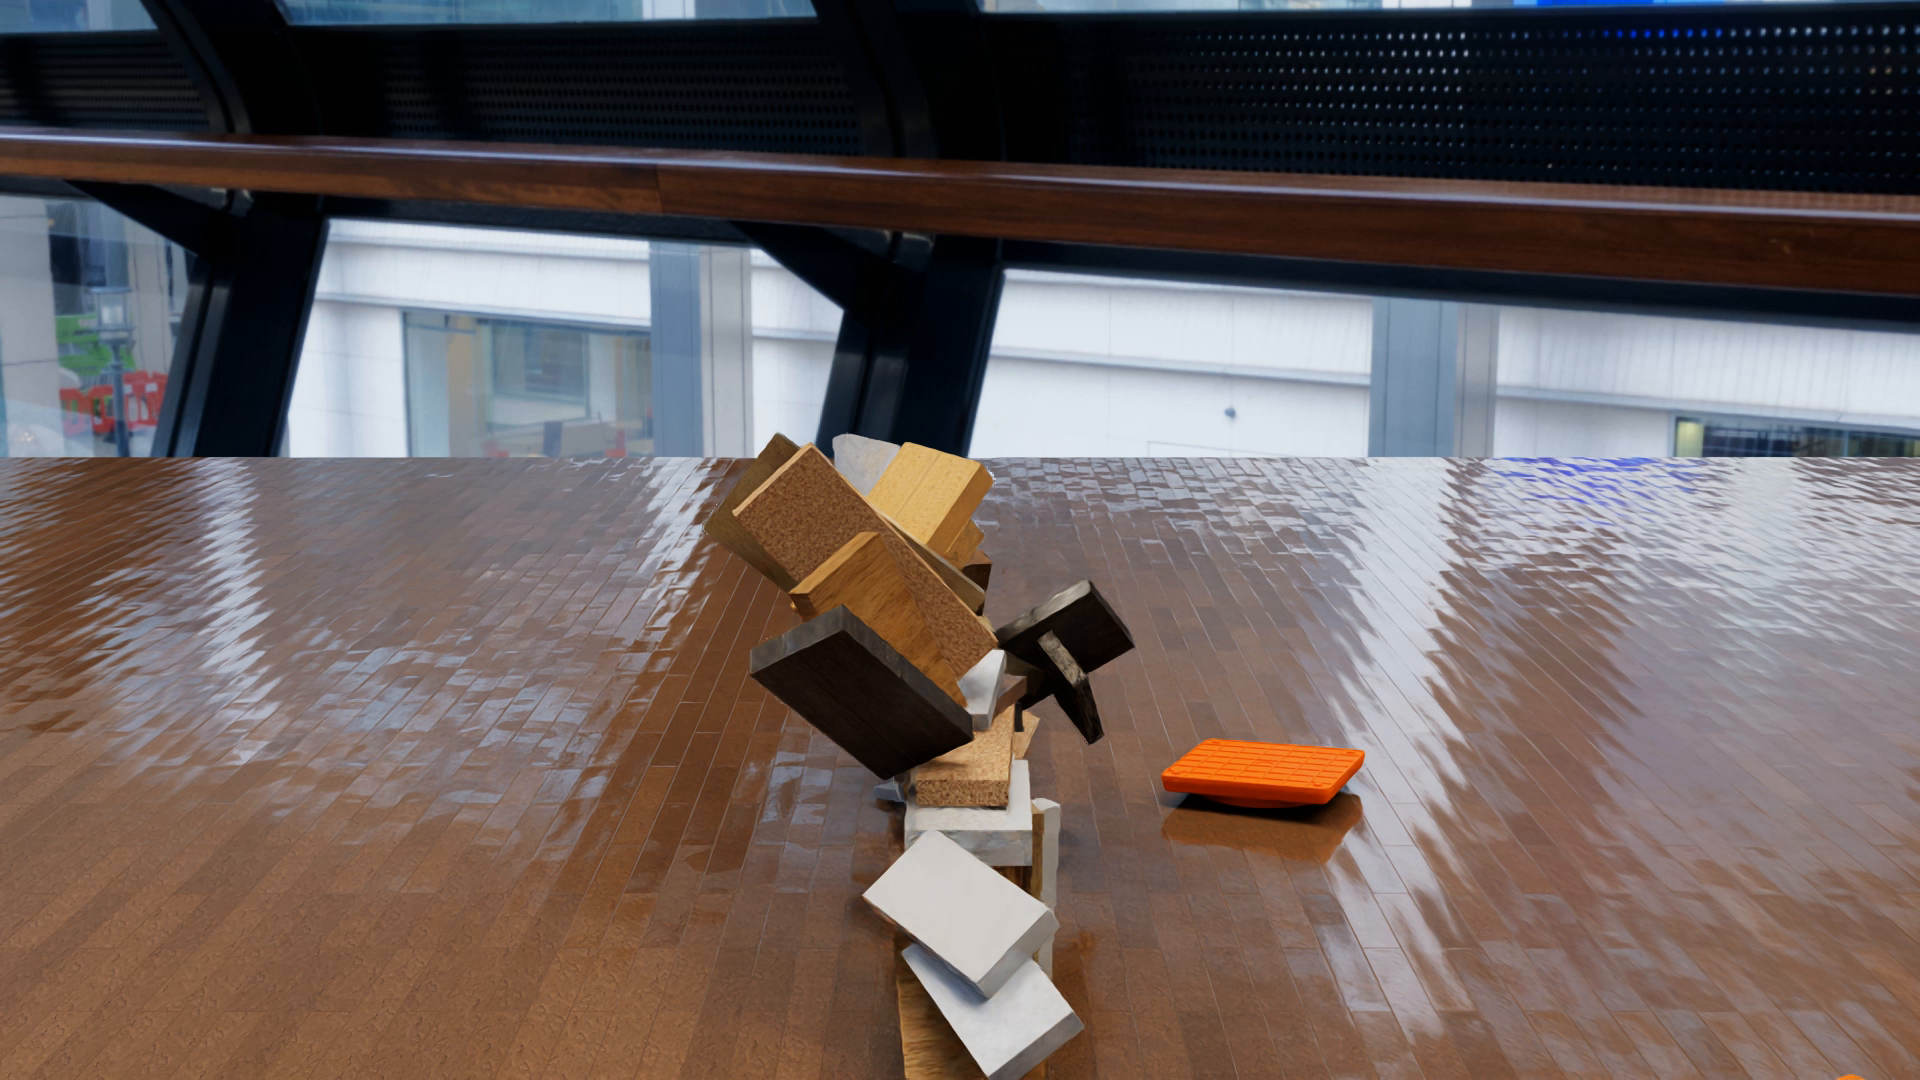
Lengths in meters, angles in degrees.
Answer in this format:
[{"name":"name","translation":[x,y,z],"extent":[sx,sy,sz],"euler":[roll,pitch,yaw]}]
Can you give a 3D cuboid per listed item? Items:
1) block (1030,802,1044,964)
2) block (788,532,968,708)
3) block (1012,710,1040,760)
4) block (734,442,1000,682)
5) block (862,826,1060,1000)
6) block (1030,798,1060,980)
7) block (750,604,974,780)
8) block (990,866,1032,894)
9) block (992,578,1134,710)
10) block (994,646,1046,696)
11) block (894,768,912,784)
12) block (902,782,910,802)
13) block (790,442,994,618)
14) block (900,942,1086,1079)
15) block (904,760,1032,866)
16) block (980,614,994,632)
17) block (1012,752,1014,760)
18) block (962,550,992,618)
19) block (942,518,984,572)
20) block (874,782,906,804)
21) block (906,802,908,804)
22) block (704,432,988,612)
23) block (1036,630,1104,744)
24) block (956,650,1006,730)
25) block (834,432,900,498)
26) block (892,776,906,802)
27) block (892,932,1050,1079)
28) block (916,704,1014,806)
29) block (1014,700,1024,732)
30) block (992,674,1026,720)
[{"name":"block","translation":[0.038,0.533,3.143],"extent":[0.151,0.301,0.043],"euler":[-4,15,-22]},{"name":"block","translation":[-0.107,0.149,2.955],"extent":[0.041,0.287,0.144],"euler":[0,34,49]},{"name":"block","translation":[0.083,0.408,4.225],"extent":[0.074,0.021,0.260],"euler":[32,37,-2]},{"name":"block","translation":[-0.128,0.052,3.046],"extent":[0.144,0.386,0.041],"euler":[-42,15,4]},{"name":"block","translation":[-0.001,0.433,2.571],"extent":[0.118,0.034,0.237],"euler":[-43,37,-16]},{"name":"block","translation":[0.079,0.529,3.232],"extent":[0.139,0.277,0.039],"euler":[-10,18,-43]},{"name":"block","translation":[-0.123,0.199,2.815],"extent":[0.144,0.287,0.041],"euler":[-26,44,23]},{"name":"block","translation":[0.012,0.569,2.948],"extent":[0.151,0.301,0.043],"euler":[-4,17,-18]},{"name":"block","translation":[0.141,0.205,3.941],"extent":[0.306,0.153,0.043],"euler":[-31,33,13]},{"name":"block","translation":[0.034,0.199,3.718],"extent":[0.157,0.044,0.314],"euler":[28,1,17]},{"name":"block","translation":[-0.015,0.319,3.726],"extent":[0.157,0.044,0.339],"euler":[1,20,5]},{"name":"block","translation":[-0.033,0.387,3.812],"extent":[0.144,0.041,0.287],"euler":[-5,10,-4]},{"name":"block","translation":[-0.107,0.005,3.509],"extent":[0.170,0.339,0.048],"euler":[18,-24,41]},{"name":"block","translation":[0.034,0.512,2.510],"extent":[0.118,0.034,0.237],"euler":[-36,36,-6]},{"name":"block","translation":[0.012,0.356,2.903],"extent":[0.161,0.046,0.321],"euler":[0,10,1]},{"name":"block","translation":[-0.023,0.183,3.431],"extent":[0.107,0.030,0.214],"euler":[-30,-9,-21]},{"name":"block","translation":[0.012,0.353,3.310],"extent":[0.139,0.039,0.277],"euler":[0,11,0]},{"name":"block","translation":[-0.045,0.164,3.946],"extent":[0.153,0.306,0.043],"euler":[-4,34,-22]},{"name":"block","translation":[-0.122,0.095,3.523],"extent":[0.170,0.339,0.048],"euler":[18,-24,45]},{"name":"block","translation":[-0.085,0.479,4.168],"extent":[0.074,0.021,0.149],"euler":[-10,9,-42]},{"name":"block","translation":[-0.032,0.411,3.919],"extent":[0.144,0.041,0.350],"euler":[-5,12,-4]},{"name":"block","translation":[-0.162,0.029,3.129],"extent":[0.376,0.170,0.048],"euler":[38,6,-4]},{"name":"block","translation":[0.193,0.259,3.826],"extent":[0.030,0.270,0.107],"euler":[-34,62,-8]},{"name":"block","translation":[0.009,0.213,3.152],"extent":[0.091,0.026,0.182],"euler":[-1,27,10]},{"name":"block","translation":[-0.183,-0.057,4.388],"extent":[0.041,0.290,0.145],"euler":[-14,-18,42]},{"name":"block","translation":[-0.096,0.342,4.264],"extent":[0.153,0.043,0.527],"euler":[-8,26,-11]},{"name":"block","translation":[0.018,0.602,2.560],"extent":[0.161,0.321,0.046],"euler":[-10,-34,5]},{"name":"block","translation":[0.013,0.287,3.060],"extent":[0.118,0.034,0.474],"euler":[0,9,2]},{"name":"block","translation":[0.007,0.279,3.546],"extent":[0.157,0.044,0.314],"euler":[-4,1,-4]},{"name":"block","translation":[0.030,0.229,3.237],"extent":[0.091,0.026,0.182],"euler":[2,9,17]}]
